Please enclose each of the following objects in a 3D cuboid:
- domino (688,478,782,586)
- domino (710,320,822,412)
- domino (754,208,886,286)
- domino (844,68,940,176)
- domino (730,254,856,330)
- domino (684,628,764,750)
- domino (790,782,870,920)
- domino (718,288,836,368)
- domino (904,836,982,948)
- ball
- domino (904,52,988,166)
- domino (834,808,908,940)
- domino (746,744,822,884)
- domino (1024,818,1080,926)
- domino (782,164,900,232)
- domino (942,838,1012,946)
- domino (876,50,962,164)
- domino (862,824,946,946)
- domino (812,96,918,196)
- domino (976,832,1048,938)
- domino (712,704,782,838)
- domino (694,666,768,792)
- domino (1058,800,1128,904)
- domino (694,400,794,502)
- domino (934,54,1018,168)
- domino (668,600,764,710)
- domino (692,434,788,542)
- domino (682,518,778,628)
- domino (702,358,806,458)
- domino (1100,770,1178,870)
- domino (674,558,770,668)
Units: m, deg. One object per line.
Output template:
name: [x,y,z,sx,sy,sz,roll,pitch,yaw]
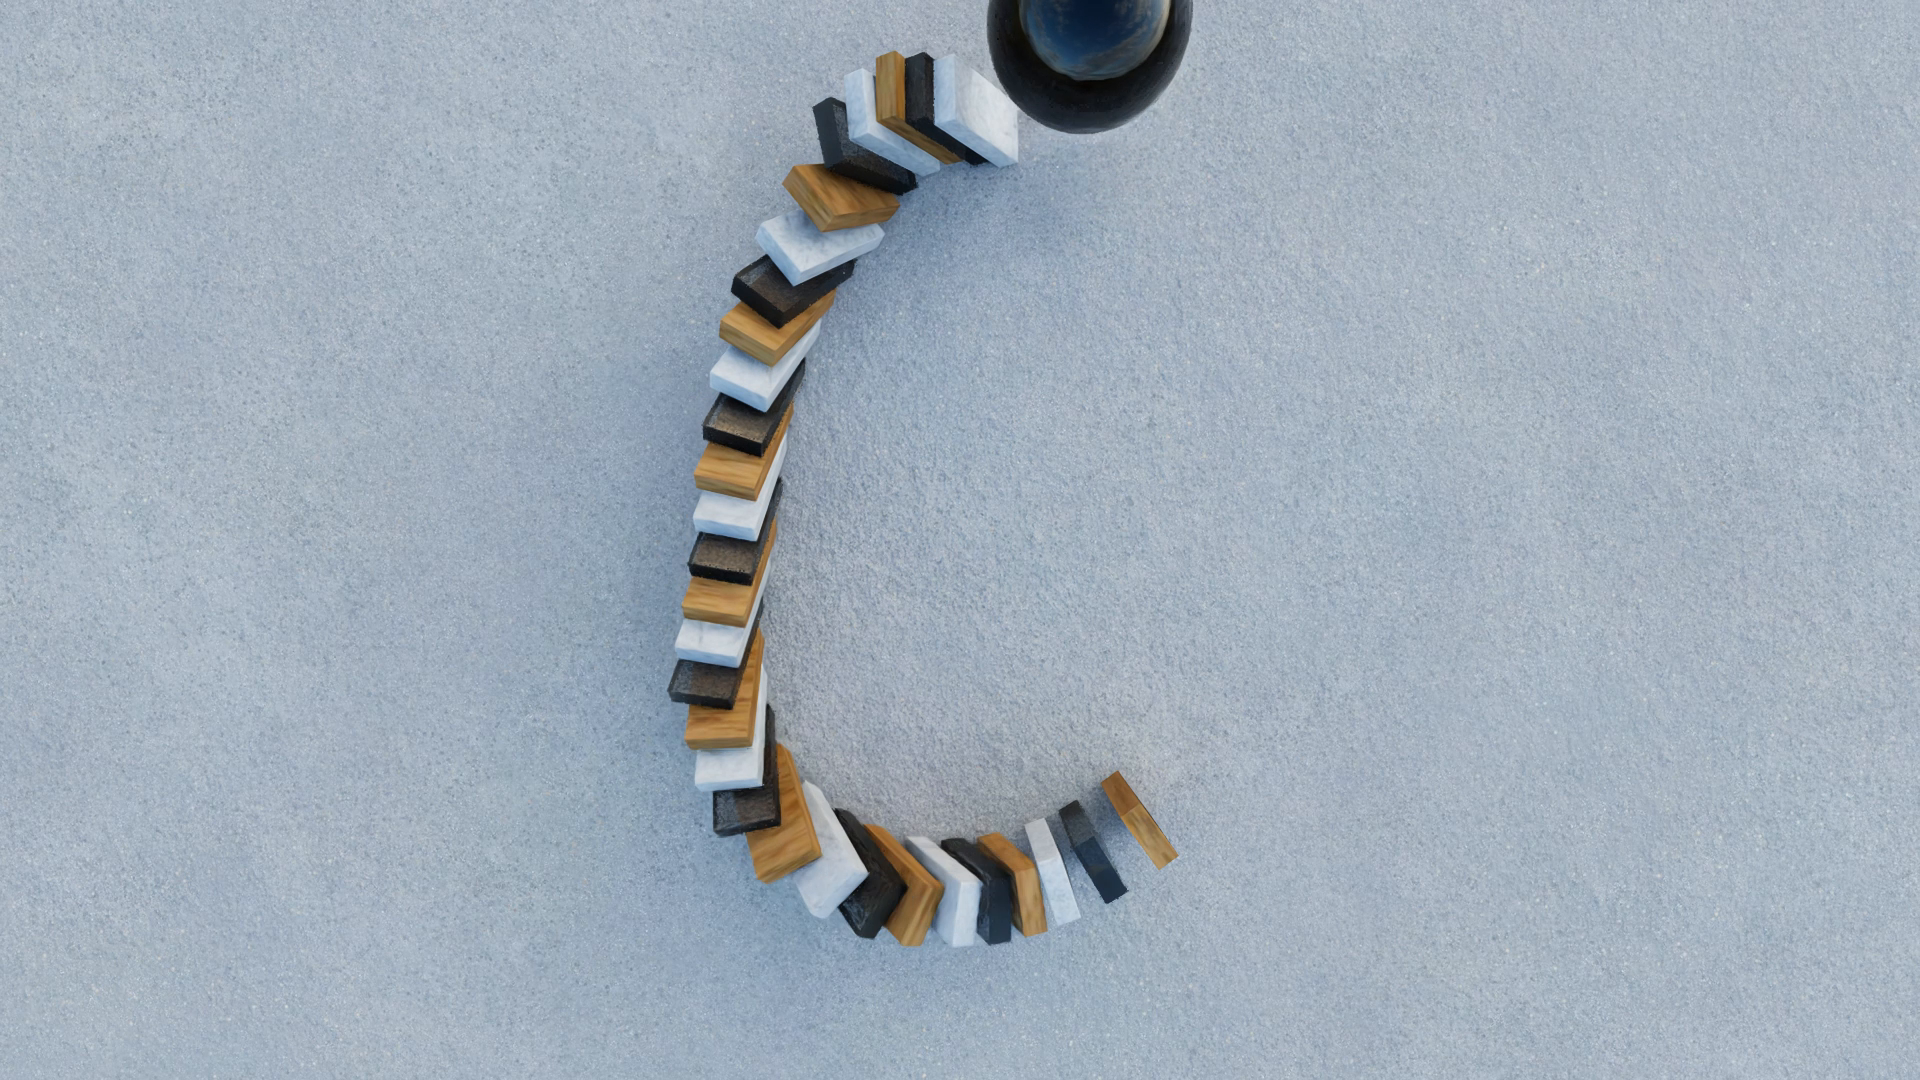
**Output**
domino: [-0.093,-0.006,0.382,0.025,0.009,0.050,10,54,0]
domino: [-0.081,-0.078,0.382,0.025,0.009,0.050,25,57,0]
domino: [-0.057,-0.126,0.381,0.025,0.010,0.050,51,53,0]
domino: [-0.027,-0.170,0.376,0.010,0.050,0.025,-5,90,33]
domino: [-0.068,-0.110,0.380,0.025,0.009,0.050,38,52,3]
domino: [-0.097,0.061,0.381,0.025,0.010,0.050,-3,53,1]
domino: [-0.060,0.127,0.379,0.025,0.010,0.050,-45,46,0]
domino: [-0.075,-0.095,0.380,0.025,0.010,0.050,30,51,1]
domino: [-0.009,0.143,0.376,0.009,0.050,0.025,8,90,-29]
ball: [0.050,-0.203,0.360,0.080,0.080,0.080,0,90,0]
domino: [-0.004,-0.176,0.376,0.010,0.050,0.025,-1,90,33]
domino: [-0.044,0.136,0.378,0.010,0.050,0.025,34,90,-42]
domino: [-0.077,0.113,0.381,0.025,0.009,0.050,-28,53,0]
domino: [0.037,0.134,0.375,0.009,0.050,0.025,-18,90,-2]
domino: [-0.048,-0.142,0.377,0.025,0.050,0.010,51,126,0]
domino: [0.006,0.142,0.375,0.009,0.050,0.025,0,90,-23]
domino: [-0.015,-0.176,0.376,0.010,0.050,0.025,-1,90,33]
domino: [-0.028,0.141,0.378,0.010,0.050,0.025,23,90,-39]
domino: [-0.038,-0.161,0.376,0.010,0.050,0.025,-12,90,33]
domino: [0.020,0.140,0.375,0.010,0.050,0.025,-9,90,-16]
domino: [-0.090,0.095,0.382,0.025,0.009,0.050,-12,56,0]
domino: [-0.095,0.078,0.382,0.025,0.009,0.050,-5,56,0]
domino: [0.054,0.126,0.375,0.010,0.050,0.025,-31,90,0]
domino: [-0.089,-0.041,0.382,0.025,0.009,0.050,13,56,2]
domino: [0.007,-0.175,0.376,0.010,0.050,0.025,-1,90,33]
domino: [-0.101,0.044,0.381,0.025,0.010,0.050,8,54,2]
domino: [-0.091,-0.025,0.382,0.025,0.009,0.050,10,56,0]
domino: [-0.095,0.011,0.381,0.025,0.010,0.050,9,54,1]
domino: [-0.085,-0.059,0.382,0.025,0.009,0.050,18,56,1]
domino: [0.072,0.113,0.375,0.010,0.050,0.025,-36,90,0]
domino: [-0.098,0.027,0.381,0.025,0.010,0.050,9,54,1]
